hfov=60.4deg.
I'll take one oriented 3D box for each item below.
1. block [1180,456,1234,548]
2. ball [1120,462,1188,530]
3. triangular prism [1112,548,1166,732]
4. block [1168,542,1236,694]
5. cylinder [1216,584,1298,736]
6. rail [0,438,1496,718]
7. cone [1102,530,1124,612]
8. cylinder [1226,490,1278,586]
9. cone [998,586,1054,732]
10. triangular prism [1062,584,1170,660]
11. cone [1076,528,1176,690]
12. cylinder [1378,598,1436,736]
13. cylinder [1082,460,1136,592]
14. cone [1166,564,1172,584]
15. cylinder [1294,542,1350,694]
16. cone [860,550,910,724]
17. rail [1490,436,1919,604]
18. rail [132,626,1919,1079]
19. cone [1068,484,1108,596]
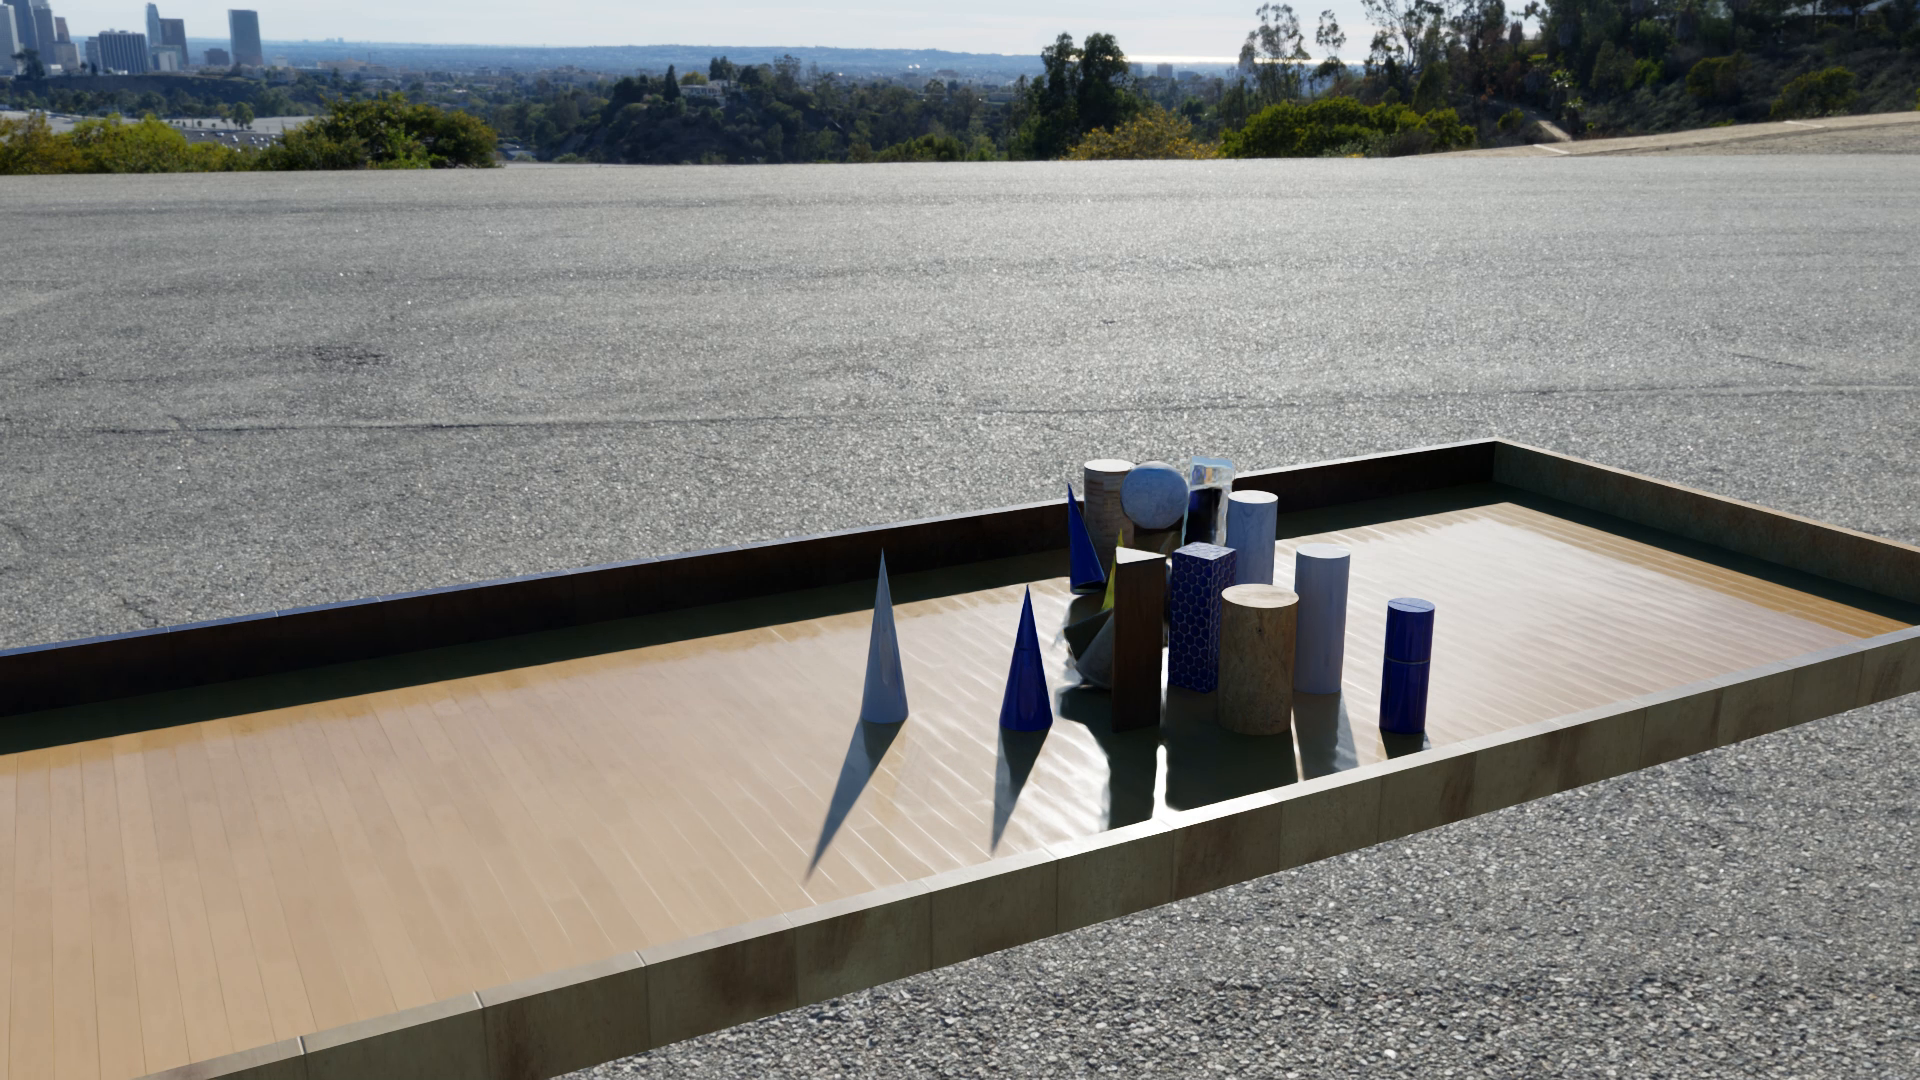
[{"bbox_3d":[0.684,-0.013,4.633,0.112,0.421,0.112,6,15,3],"label":"block"},{"bbox_3d":[0.535,-0.122,4.548,0.189,0.189,0.189,0,16,0],"label":"ball"},{"bbox_3d":[0.390,0.228,3.847,0.128,0.413,0.111,-8,18,-26],"label":"triangular prism"},{"bbox_3d":[0.599,0.191,4.092,0.115,0.345,0.115,13,21,38],"label":"block"},{"bbox_3d":[0.694,0.278,3.857,0.175,0.311,0.175,0,16,0],"label":"cylinder"},{"bbox_3d":[-3.305,0.497,3.399,12.000,0.150,0.050,-9,18,-27],"label":"rail"},{"bbox_3d":[0.421,0.122,4.368,0.121,0.323,0.121,0,16,0],"label":"cone"},{"bbox_3d":[0.760,0.085,4.336,0.128,0.411,0.128,0,16,0],"label":"cylinder"},{"bbox_3d":[0.156,0.263,3.852,0.129,0.343,0.129,0,16,0],"label":"cone"},{"bbox_3d":[0.423,0.181,4.186,0.338,0.085,0.098,-23,54,-2],"label":"triangular prism"},{"bbox_3d":[0.433,0.153,4.037,0.132,0.432,0.132,22,19,-8],"label":"cone"},{"bbox_3d":[1.035,0.293,3.826,0.106,0.301,0.106,0,16,0],"label":"cylinder"},{"bbox_3d":[0.436,-0.044,4.858,0.149,0.363,0.149,0,16,0],"label":"cylinder"},{"bbox_3d":[0.598,0.113,4.799,0.106,0.106,0.361,4,1,13],"label":"cone"},{"bbox_3d":[0.887,0.194,4.074,0.130,0.350,0.130,0,16,0],"label":"cylinder"},{"bbox_3d":[-0.180,0.216,3.884,0.118,0.415,0.118,0,16,0],"label":"cone"},{"bbox_3d":[2.466,-0.048,5.253,0.050,0.150,2.100,-9,18,-27],"label":"rail"},{"bbox_3d":[-2.336,1.006,1.665,12.000,0.150,0.050,-9,18,-27],"label":"rail"},{"bbox_3d":[0.346,-0.019,4.817,0.111,0.345,0.111,-9,-21,-3],"label":"cone"}]
